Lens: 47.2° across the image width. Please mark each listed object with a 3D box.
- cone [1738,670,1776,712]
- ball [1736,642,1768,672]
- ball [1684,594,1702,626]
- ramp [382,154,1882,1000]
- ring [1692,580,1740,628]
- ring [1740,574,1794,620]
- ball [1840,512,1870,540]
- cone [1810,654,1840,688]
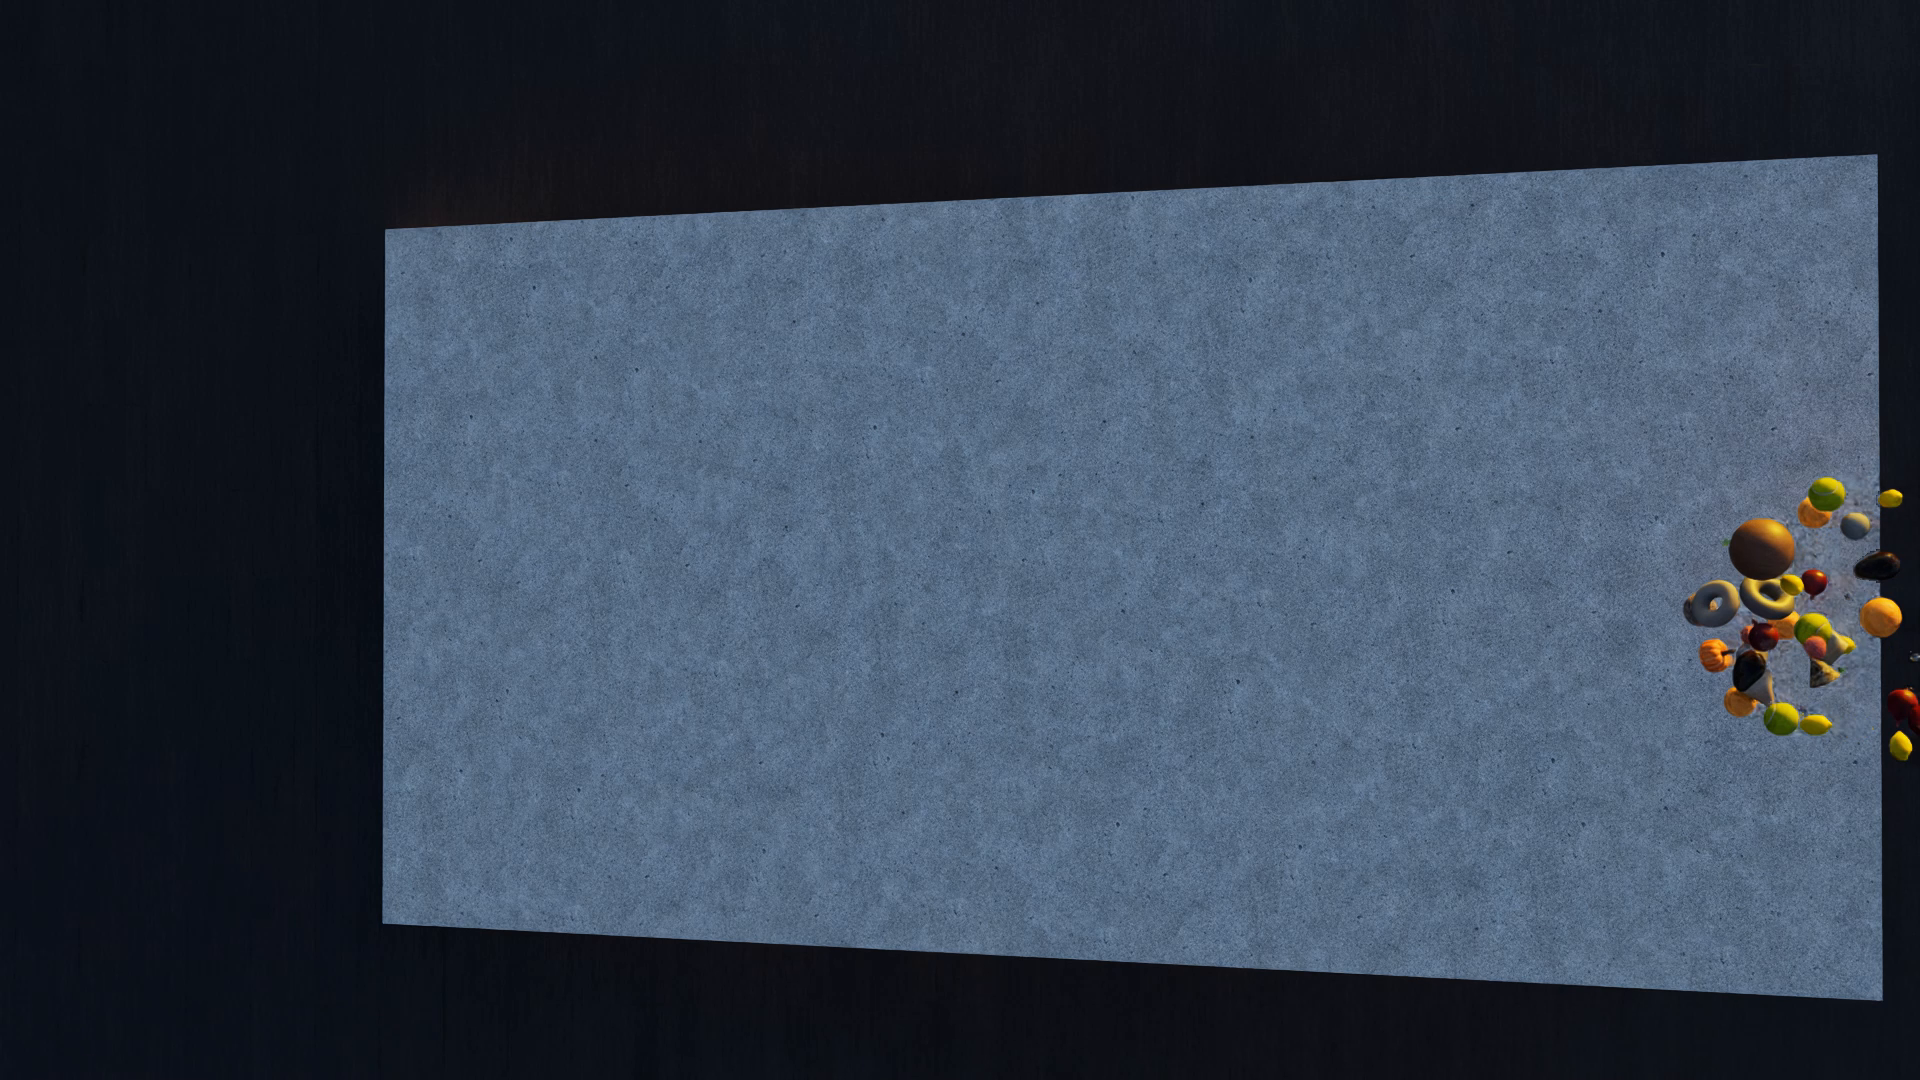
[{"bbox_3d":[1.841,0.354,5.032,0.087,0.087,0.087,-30,79,0],"label":"cone"},{"bbox_3d":[1.747,0.256,4.850,0.067,0.067,0.067,0,89,0],"label":"ball"},{"bbox_3d":[1.701,0.160,5.050,0.077,0.077,0.077,0,89,0],"label":"ball"},{"bbox_3d":[0.271,0.095,5.814,4.000,0.100,2.000,0,89,17],"label":"ramp"},{"bbox_3d":[1.694,0.143,4.928,0.037,0.112,0.112,28,89,-35],"label":"ring"},{"bbox_3d":[1.762,0.124,4.802,0.122,0.041,0.122,8,45,-8],"label":"ring"},{"bbox_3d":[2.010,-0.031,4.936,0.062,0.062,0.062,0,89,0],"label":"ball"},{"bbox_3d":[1.794,0.265,4.599,0.065,0.065,0.065,-28,91,0],"label":"cone"}]
